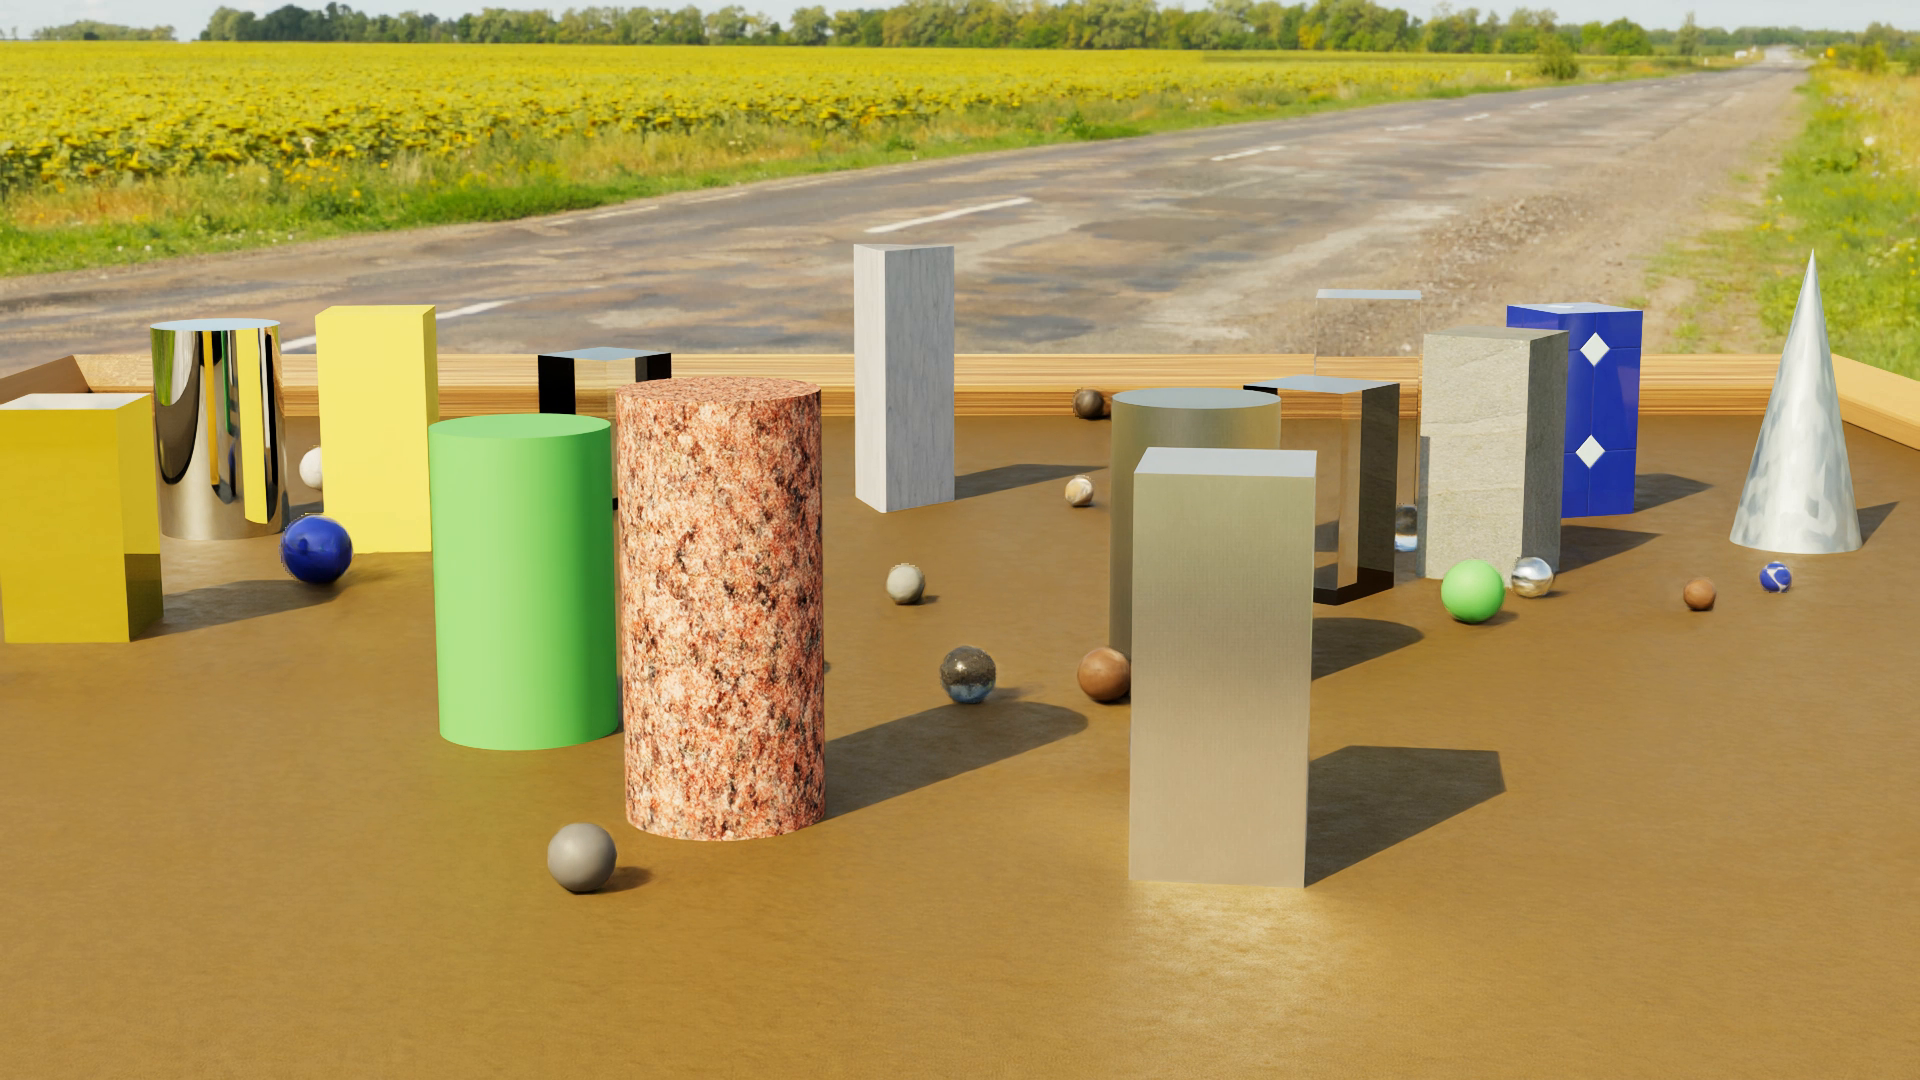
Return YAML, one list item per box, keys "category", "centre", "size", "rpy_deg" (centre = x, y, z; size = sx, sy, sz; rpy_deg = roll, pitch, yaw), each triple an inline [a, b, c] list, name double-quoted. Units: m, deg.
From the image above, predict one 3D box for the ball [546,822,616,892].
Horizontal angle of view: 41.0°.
- category: "ball"
  centre: [-0.337, 0.282, 2.287]
  size: [0.062, 0.062, 0.062]
  rpy_deg: [0, 11, 0]

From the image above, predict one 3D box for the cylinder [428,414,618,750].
- category: "cylinder"
  centre: [-0.479, 0.042, 2.826]
  size: [0.196, 0.339, 0.196]
  rpy_deg: [0, 11, 0]

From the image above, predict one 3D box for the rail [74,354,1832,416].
- category: "rail"
  centre: [-0.011, -0.322, 5.361]
  size: [3.689, 0.128, 0.045]
  rpy_deg: [0, 11, 0]

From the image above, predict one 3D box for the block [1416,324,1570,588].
- category: "block"
  centre: [0.766, -0.124, 3.689]
  size: [0.157, 0.350, 0.157]
  rpy_deg: [7, 12, 32]

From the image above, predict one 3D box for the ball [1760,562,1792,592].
- category: "ball"
  centre: [1.139, 0.052, 3.581]
  size: [0.043, 0.043, 0.043]
  rpy_deg: [0, 11, 0]

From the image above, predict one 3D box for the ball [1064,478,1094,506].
- category: "ball"
  centre: [0.199, -0.080, 4.281]
  size: [0.048, 0.048, 0.048]
  rpy_deg: [0, 11, 0]

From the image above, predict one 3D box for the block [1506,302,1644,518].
- category: "block"
  centre: [1.006, -0.216, 4.233]
  size: [0.157, 0.334, 0.157]
  rpy_deg: [-4, 11, -19]

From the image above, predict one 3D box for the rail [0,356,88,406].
- category: "rail"
  centre: [-1.821, 0.035, 3.439]
  size: [0.045, 0.128, 3.937]
  rpy_deg: [0, 11, 0]

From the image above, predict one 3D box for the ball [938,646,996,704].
- category: "ball"
  centre: [0.009, 0.155, 2.961]
  size: [0.067, 0.067, 0.067]
  rpy_deg: [0, 11, 0]

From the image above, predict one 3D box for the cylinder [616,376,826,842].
- category: "cylinder"
  centre: [-0.231, 0.062, 2.496]
  size: [0.196, 0.420, 0.196]
  rpy_deg: [0, 11, 0]

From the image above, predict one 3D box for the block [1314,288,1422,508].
- category: "block"
  centre: [0.628, -0.191, 3.973]
  size: [0.157, 0.379, 0.157]
  rpy_deg: [2, 11, 9]

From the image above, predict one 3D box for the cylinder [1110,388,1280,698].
- category: "cylinder"
  centre: [0.275, 0.004, 3.013]
  size: [0.196, 0.345, 0.196]
  rpy_deg: [0, 11, 0]

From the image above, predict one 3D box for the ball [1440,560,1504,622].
- category: "ball"
  centre: [0.677, 0.068, 3.387]
  size: [0.083, 0.083, 0.083]
  rpy_deg: [0, 11, 0]

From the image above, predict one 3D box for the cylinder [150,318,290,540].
- category: "cylinder"
  centre: [-1.165, -0.177, 4.044]
  size: [0.196, 0.326, 0.196]
  rpy_deg: [0, 11, 0]

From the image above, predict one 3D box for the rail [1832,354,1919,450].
- category: "rail"
  centre: [1.821, 0.031, 3.459]
  size: [0.045, 0.128, 3.937]
  rpy_deg: [0, 11, 0]

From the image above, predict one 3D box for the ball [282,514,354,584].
- category: "ball"
  centre: [-0.911, 0.013, 3.640]
  size: [0.098, 0.098, 0.098]
  rpy_deg: [0, 11, 0]

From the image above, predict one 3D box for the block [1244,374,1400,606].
- category: "block"
  centre: [0.501, -0.073, 3.578]
  size: [0.157, 0.291, 0.157]
  rpy_deg: [8, 13, 38]

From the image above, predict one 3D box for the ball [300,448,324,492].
- category: "ball"
  centre: [-1.100, -0.122, 4.427]
  size: [0.077, 0.077, 0.077]
  rpy_deg: [0, 11, 0]

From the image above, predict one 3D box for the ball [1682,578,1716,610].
- category: "ball"
  centre: [0.999, 0.073, 3.466]
  size: [0.044, 0.044, 0.044]
  rpy_deg: [0, 11, 0]

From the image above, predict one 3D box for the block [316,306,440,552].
- category: "block"
  centre: [-0.886, -0.172, 3.926]
  size: [0.157, 0.359, 0.157]
  rpy_deg: [-1, 11, -4]

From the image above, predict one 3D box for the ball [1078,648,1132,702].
- category: "ball"
  centre: [0.168, 0.156, 2.967]
  size: [0.063, 0.063, 0.063]
  rpy_deg: [0, 11, 0]

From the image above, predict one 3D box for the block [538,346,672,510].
- category: "block"
  centre: [-0.596, -0.190, 4.324]
  size: [0.157, 0.249, 0.157]
  rpy_deg: [8, 13, 35]

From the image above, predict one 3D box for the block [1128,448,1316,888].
- category: "block"
  centre: [0.242, 0.112, 2.352]
  size: [0.157, 0.373, 0.157]
  rpy_deg: [2, 11, 8]

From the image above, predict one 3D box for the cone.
- category: "cone"
  centre: [1.291, -0.220, 3.925]
  size: [0.196, 0.454, 0.196]
  rpy_deg: [0, 11, 0]

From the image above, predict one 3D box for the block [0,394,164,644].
- category: "block"
  centre: [-1.141, -0.031, 3.324]
  size: [0.157, 0.300, 0.157]
  rpy_deg: [0, 11, -1]

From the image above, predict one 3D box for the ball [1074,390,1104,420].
- category: "ball"
  centre: [0.269, -0.282, 5.329]
  size: [0.063, 0.063, 0.063]
  rpy_deg: [0, 11, 0]

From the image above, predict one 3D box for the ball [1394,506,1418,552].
- category: "ball"
  centre: [0.676, -0.017, 3.880]
  size: [0.070, 0.070, 0.070]
  rpy_deg: [0, 11, 0]

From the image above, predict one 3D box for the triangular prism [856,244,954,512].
- category: "triangular prism"
  centre: [-0.122, -0.277, 4.297]
  size: [0.147, 0.429, 0.170]
  rpy_deg: [10, 14, 43]

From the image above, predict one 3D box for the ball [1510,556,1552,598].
- category: "ball"
  centre: [0.789, 0.052, 3.542]
  size: [0.058, 0.058, 0.058]
  rpy_deg: [0, 11, 0]

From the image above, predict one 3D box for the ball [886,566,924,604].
- category: "ball"
  centre: [-0.074, 0.062, 3.507]
  size: [0.052, 0.052, 0.052]
  rpy_deg: [0, 11, 0]
